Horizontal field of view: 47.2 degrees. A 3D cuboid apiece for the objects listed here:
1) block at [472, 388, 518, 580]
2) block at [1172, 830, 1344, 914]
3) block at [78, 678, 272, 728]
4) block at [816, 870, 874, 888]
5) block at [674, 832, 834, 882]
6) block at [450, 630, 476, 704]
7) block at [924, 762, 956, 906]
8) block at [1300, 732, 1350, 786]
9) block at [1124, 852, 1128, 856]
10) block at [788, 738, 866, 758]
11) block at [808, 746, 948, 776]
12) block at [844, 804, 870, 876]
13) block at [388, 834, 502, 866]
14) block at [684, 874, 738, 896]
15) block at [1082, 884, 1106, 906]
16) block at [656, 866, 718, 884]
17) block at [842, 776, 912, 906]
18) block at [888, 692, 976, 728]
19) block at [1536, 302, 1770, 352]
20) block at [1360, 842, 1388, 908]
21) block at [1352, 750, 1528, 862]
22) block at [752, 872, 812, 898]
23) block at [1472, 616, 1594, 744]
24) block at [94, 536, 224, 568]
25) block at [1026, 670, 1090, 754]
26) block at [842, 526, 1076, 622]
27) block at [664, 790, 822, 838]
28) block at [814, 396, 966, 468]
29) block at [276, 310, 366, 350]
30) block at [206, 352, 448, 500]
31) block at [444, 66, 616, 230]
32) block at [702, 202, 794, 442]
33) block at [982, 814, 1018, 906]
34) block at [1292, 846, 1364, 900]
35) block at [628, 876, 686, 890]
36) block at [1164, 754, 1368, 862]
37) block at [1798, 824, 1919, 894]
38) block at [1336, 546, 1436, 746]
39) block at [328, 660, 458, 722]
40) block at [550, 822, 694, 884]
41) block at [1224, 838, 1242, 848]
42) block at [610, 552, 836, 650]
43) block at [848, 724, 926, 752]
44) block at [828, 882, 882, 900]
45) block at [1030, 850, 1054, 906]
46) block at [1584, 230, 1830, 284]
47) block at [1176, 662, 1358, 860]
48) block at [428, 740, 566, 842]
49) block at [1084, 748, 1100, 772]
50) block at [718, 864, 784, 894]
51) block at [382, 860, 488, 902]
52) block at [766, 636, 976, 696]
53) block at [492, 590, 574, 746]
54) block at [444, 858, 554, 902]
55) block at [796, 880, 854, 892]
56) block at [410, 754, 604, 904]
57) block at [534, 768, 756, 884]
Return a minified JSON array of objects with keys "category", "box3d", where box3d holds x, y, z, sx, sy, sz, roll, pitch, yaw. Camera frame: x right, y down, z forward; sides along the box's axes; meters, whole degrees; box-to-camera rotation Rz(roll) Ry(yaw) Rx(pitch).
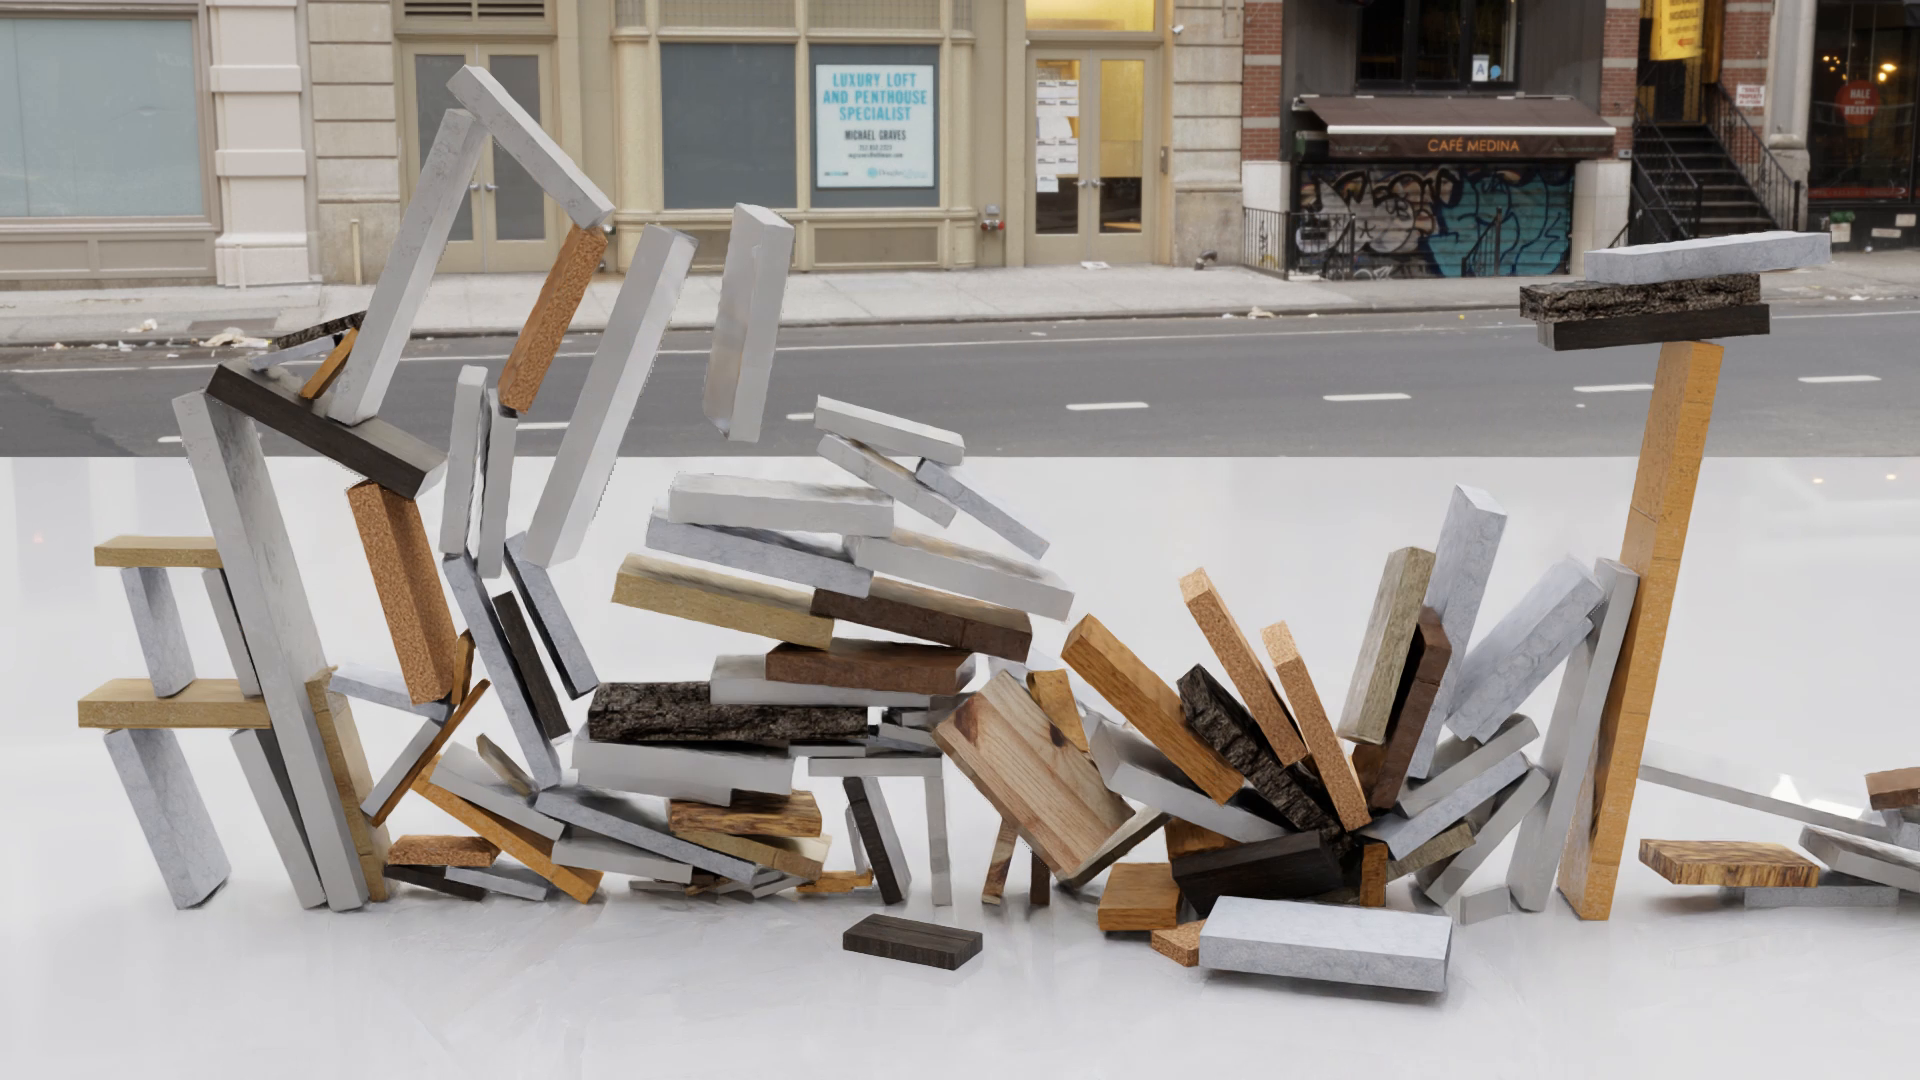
[{"category":"block","box3d":[-0.756,-0.092,3.571,0.039,0.277,0.139,4,22,-17]},{"category":"block","box3d":[0.472,0.528,3.489,0.242,0.121,0.034,-15,46,20]},{"category":"block","box3d":[-1.263,0.267,3.610,0.310,0.044,0.155,0,11,0]},{"category":"block","box3d":[-0.191,0.560,3.643,0.092,0.013,0.046,-2,10,7]},{"category":"block","box3d":[-0.339,0.492,3.645,0.245,0.035,0.122,17,14,1]},{"category":"block","box3d":[-0.812,0.207,3.597,0.016,0.113,0.057,10,11,-1]},{"category":"block","box3d":[-0.033,0.482,3.644,0.031,0.220,0.110,-3,11,3]},{"category":"block","box3d":[0.511,0.384,3.749,0.297,0.149,0.042,1,49,21]},{"category":"block","box3d":[0.244,0.549,3.849,0.050,0.014,0.099,10,14,43]},{"category":"block","box3d":[-0.217,0.338,3.600,0.125,0.018,0.063,1,10,-3]},{"category":"block","box3d":[-0.134,0.360,3.626,0.220,0.031,0.110,-1,10,5]},{"category":"block","box3d":[-0.170,0.495,3.647,0.015,0.109,0.054,-10,6,7]},{"category":"block","box3d":[-0.855,0.516,3.654,0.167,0.024,0.084,2,11,1]},{"category":"block","box3d":[-0.410,0.567,3.678,0.100,0.014,0.050,-17,11,0]},{"category":"block","box3d":[0.255,0.591,3.624,0.099,0.014,0.049,7,13,34]},{"category":"block","box3d":[-0.453,0.555,3.666,0.100,0.014,0.050,-1,16,9]},{"category":"block","box3d":[-0.136,0.483,3.647,0.031,0.220,0.110,-17,8,9]},{"category":"block","box3d":[-0.029,0.275,3.591,0.163,0.023,0.081,-5,12,-18]},{"category":"block","box3d":[1.093,-0.343,3.482,0.325,0.046,0.162,-4,10,6]},{"category":"block","box3d":[0.658,0.533,3.497,0.014,0.098,0.049,6,3,42]},{"category":"block","box3d":[0.785,0.427,3.608,0.274,0.039,0.137,-32,8,-13]},{"category":"block","box3d":[-0.289,0.565,3.659,0.109,0.015,0.054,-19,8,12]},{"category":"block","box3d":[0.922,0.209,3.598,0.037,0.260,0.130,39,13,-4]},{"category":"block","box3d":[-1.275,0.019,3.564,0.214,0.030,0.107,1,11,0]},{"category":"block","box3d":[0.159,0.283,3.592,0.072,0.143,0.020,0,-24,-39]},{"category":"block","box3d":[-0.006,0.045,3.586,0.359,0.051,0.180,15,9,-12]},{"category":"block","box3d":[-0.357,0.443,3.606,0.245,0.035,0.122,5,14,-14]},{"category":"block","box3d":[-0.116,-0.177,3.562,0.242,0.034,0.121,15,11,-7]},{"category":"block","box3d":[-1.010,-0.335,3.497,0.138,0.020,0.069,-17,10,3]},{"category":"block","box3d":[-1.006,-0.184,3.524,0.359,0.051,0.180,28,9,-5]},{"category":"block","box3d":[-0.671,-0.616,3.455,0.043,0.302,0.151,-42,9,7]},{"category":"block","box3d":[-0.343,-0.350,3.532,0.049,0.349,0.175,4,17,-23]},{"category":"block","box3d":[0.079,0.481,3.647,0.031,0.221,0.111,14,11,0]},{"category":"block","box3d":[0.581,0.549,3.588,0.181,0.026,0.090,-21,10,27]},{"category":"block","box3d":[-0.501,0.569,3.696,0.100,0.014,0.050,-4,15,19]},{"category":"block","box3d":[0.531,0.472,3.797,0.356,0.050,0.178,-10,34,6]},{"category":"block","box3d":[1.535,0.539,3.643,0.252,0.036,0.126,16,10,-9]},{"category":"block","box3d":[0.676,0.170,3.497,0.044,0.311,0.156,17,-5,0]},{"category":"block","box3d":[-0.926,0.247,3.608,0.193,0.027,0.096,16,10,-3]},{"category":"block","box3d":[-0.554,0.515,3.648,0.229,0.033,0.115,9,15,-4]},{"category":"block","box3d":[0.524,0.511,3.582,0.181,0.026,0.090,0,18,15]},{"category":"block","box3d":[-0.383,0.099,3.600,0.355,0.050,0.177,13,9,-5]},{"category":"block","box3d":[-0.118,0.324,3.615,0.125,0.018,0.063,7,11,-1]},{"category":"block","box3d":[-0.172,0.584,3.665,0.092,0.013,0.046,1,11,3]},{"category":"block","box3d":[0.139,0.481,3.646,0.031,0.221,0.111,2,11,5]},{"category":"block","box3d":[1.184,-0.449,3.492,0.331,0.047,0.166,-7,10,-9]},{"category":"block","box3d":[0.492,0.357,3.543,0.049,0.344,0.172,-43,13,12]},{"category":"block","box3d":[-0.753,0.414,3.633,0.230,0.033,0.115,27,13,-6]},{"category":"block","box3d":[0.138,0.352,3.632,0.221,0.031,0.111,9,11,-4]},{"category":"block","box3d":[-0.349,0.563,3.682,0.109,0.015,0.054,-16,10,9]},{"category":"block","box3d":[-0.867,0.557,3.664,0.167,0.024,0.084,15,10,-2]},{"category":"block","box3d":[-0.141,0.201,3.550,0.310,0.044,0.155,4,10,12]},{"category":"block","box3d":[-0.700,0.212,3.609,0.035,0.250,0.125,-23,-7,-10]},{"category":"block","box3d":[-0.765,0.559,3.664,0.167,0.024,0.084,14,10,-2]},{"category":"block","box3d":[-0.223,0.572,3.661,0.092,0.013,0.046,-2,10,7]},{"category":"block","box3d":[-0.746,0.478,3.653,0.344,0.033,0.115,35,9,-5]},{"category":"block","box3d":[-0.512,0.472,3.648,0.371,0.035,0.122,20,14,-3]}]
